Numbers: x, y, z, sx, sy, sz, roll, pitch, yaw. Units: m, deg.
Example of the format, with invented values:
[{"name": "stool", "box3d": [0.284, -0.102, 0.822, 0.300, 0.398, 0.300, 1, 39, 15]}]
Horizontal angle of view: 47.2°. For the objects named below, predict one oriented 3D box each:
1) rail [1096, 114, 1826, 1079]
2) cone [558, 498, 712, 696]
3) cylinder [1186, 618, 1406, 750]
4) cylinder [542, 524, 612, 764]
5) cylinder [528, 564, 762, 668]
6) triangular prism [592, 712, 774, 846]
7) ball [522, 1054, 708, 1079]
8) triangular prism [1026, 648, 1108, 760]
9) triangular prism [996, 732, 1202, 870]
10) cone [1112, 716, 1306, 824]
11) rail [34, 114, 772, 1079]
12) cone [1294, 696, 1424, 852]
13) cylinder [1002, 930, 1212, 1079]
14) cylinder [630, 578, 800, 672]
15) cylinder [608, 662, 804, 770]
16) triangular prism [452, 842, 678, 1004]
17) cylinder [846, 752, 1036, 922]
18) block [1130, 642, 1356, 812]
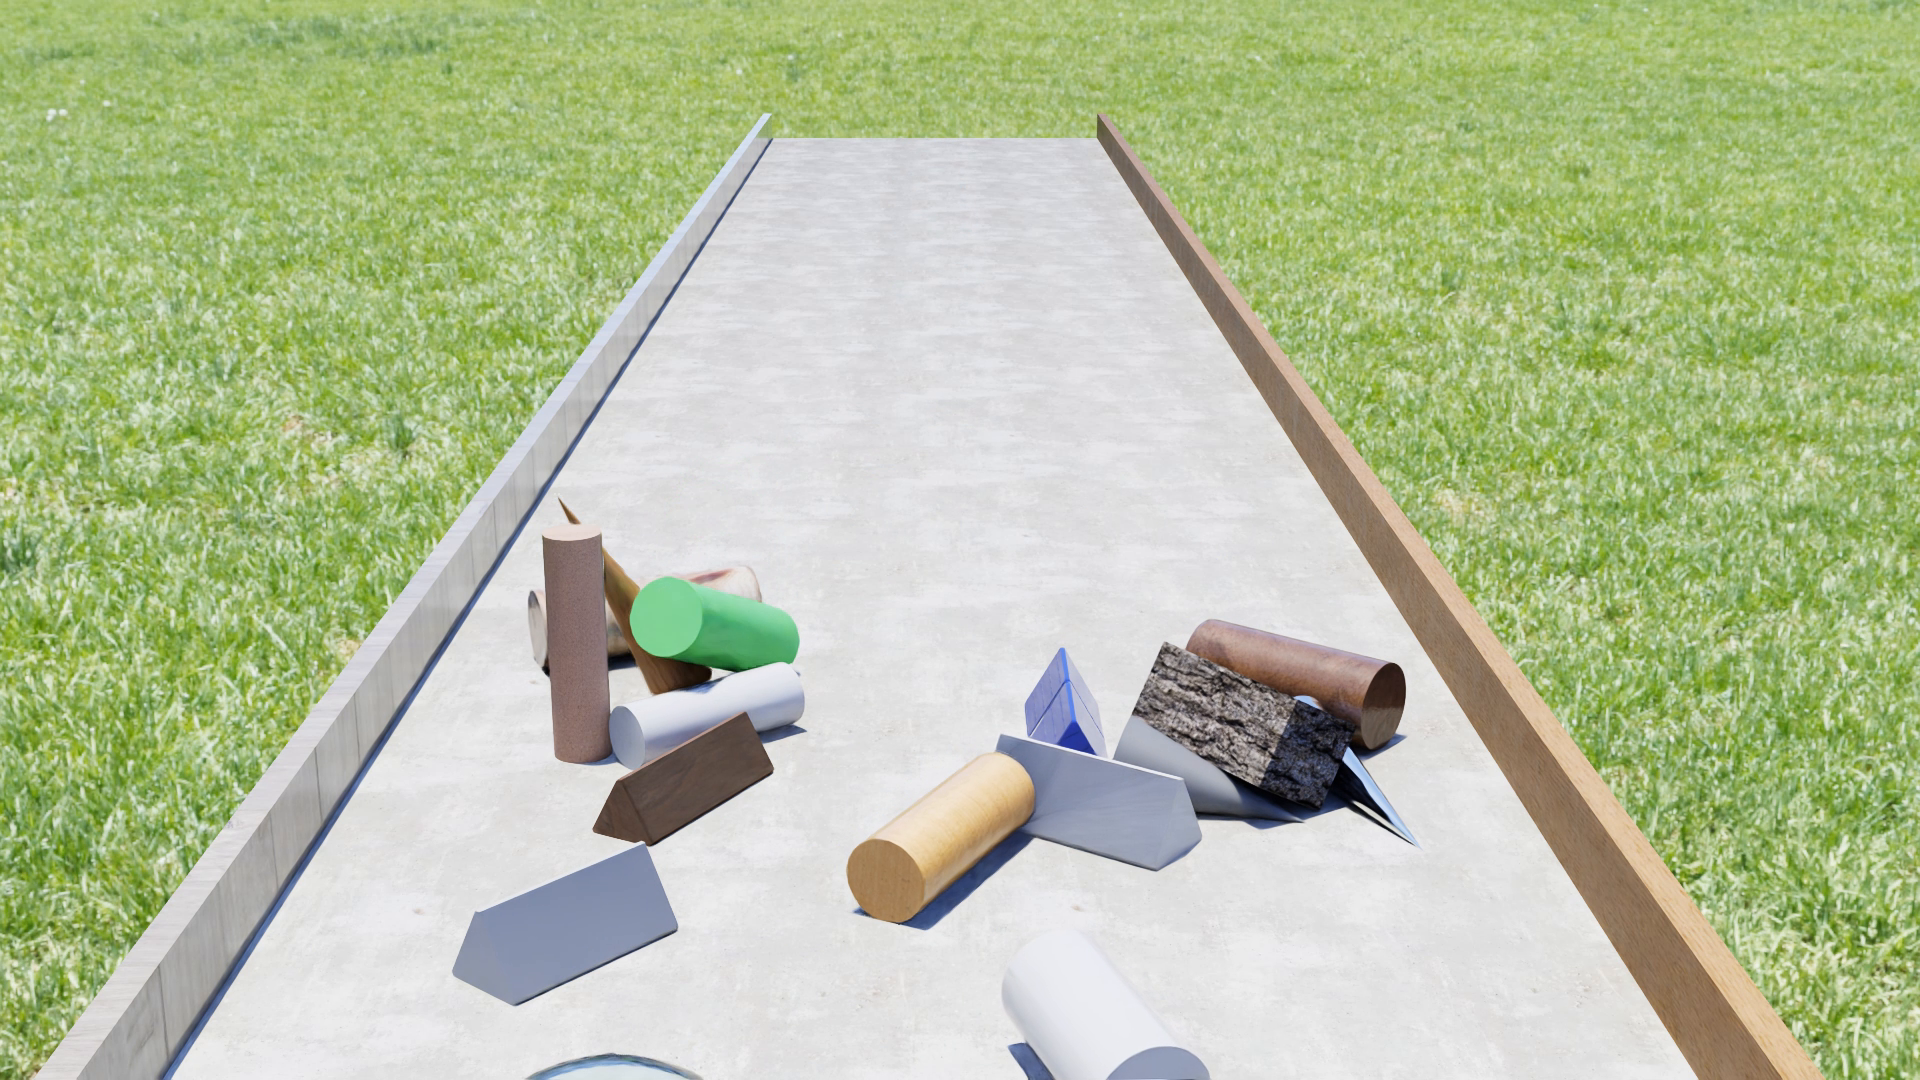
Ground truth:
[{"name": "rail", "box3d": [0.932, -0.844, 7.801, 0.050, 0.150, 12.000, 0, 17, -1]}, {"name": "cone", "box3d": [-0.629, 0.098, 4.087, 0.122, 0.460, 0.122, -25, 24, 12]}, {"name": "cylinder", "box3d": [0.613, 0.263, 4.060, 0.384, 0.161, 0.161, 14, 21, 38]}, {"name": "cylinder", "box3d": [-0.675, 0.184, 3.885, 0.103, 0.413, 0.103, 0, 17, 0]}, {"name": "cylinder", "box3d": [-0.634, 0.152, 4.443, 0.445, 0.155, 0.155, -7, 18, -22]}, {"name": "triangular prism", "box3d": [-0.465, 0.392, 3.718, 0.118, 0.103, 0.358, 9, 19, 28]}, {"name": "ball", "box3d": [-0.350, 0.701, 2.198, 0.366, 0.366, 0.366, 0, 17, 0]}, {"name": "triangular prism", "box3d": [0.193, 0.313, 3.957, 0.137, 0.118, 0.386, 0, 17, -1]}, {"name": "triangular prism", "box3d": [0.211, 0.412, 3.603, 0.346, 0.129, 0.149, 12, 20, 34]}, {"name": "cone", "box3d": [0.422, 0.420, 3.682, 0.331, 0.155, 0.155, 18, 21, 12]}, {"name": "rail", "box3d": [-1.118, -0.838, 7.780, 0.050, 0.150, 12.000, 0, 17, -1]}, {"name": "cone", "box3d": [0.671, 0.416, 3.720, 0.123, 0.123, 0.427, -6, 26, -20]}, {"name": "cylinder", "box3d": [0.182, 0.639, 2.803, 0.158, 0.158, 0.325, -6, 17, -18]}, {"name": "cylinder", "box3d": [-0.452, 0.168, 4.116, 0.143, 0.143, 0.445, 6, -6, 19]}, {"name": "cylinder", "box3d": [-0.453, 0.315, 3.963, 0.345, 0.117, 0.117, -14, 21, -39]}, {"name": "triangular prism", "box3d": [-0.572, 0.540, 3.186, 0.140, 0.121, 0.306, 13, 21, 39]}, {"name": "cylinder", "box3d": [-0.024, 0.460, 3.445, 0.134, 0.134, 0.383, 8, 18, 26]}, {"name": "block", "box3d": [0.481, 0.317, 3.785, 0.157, 0.157, 0.350, 24, -1, -37]}]
